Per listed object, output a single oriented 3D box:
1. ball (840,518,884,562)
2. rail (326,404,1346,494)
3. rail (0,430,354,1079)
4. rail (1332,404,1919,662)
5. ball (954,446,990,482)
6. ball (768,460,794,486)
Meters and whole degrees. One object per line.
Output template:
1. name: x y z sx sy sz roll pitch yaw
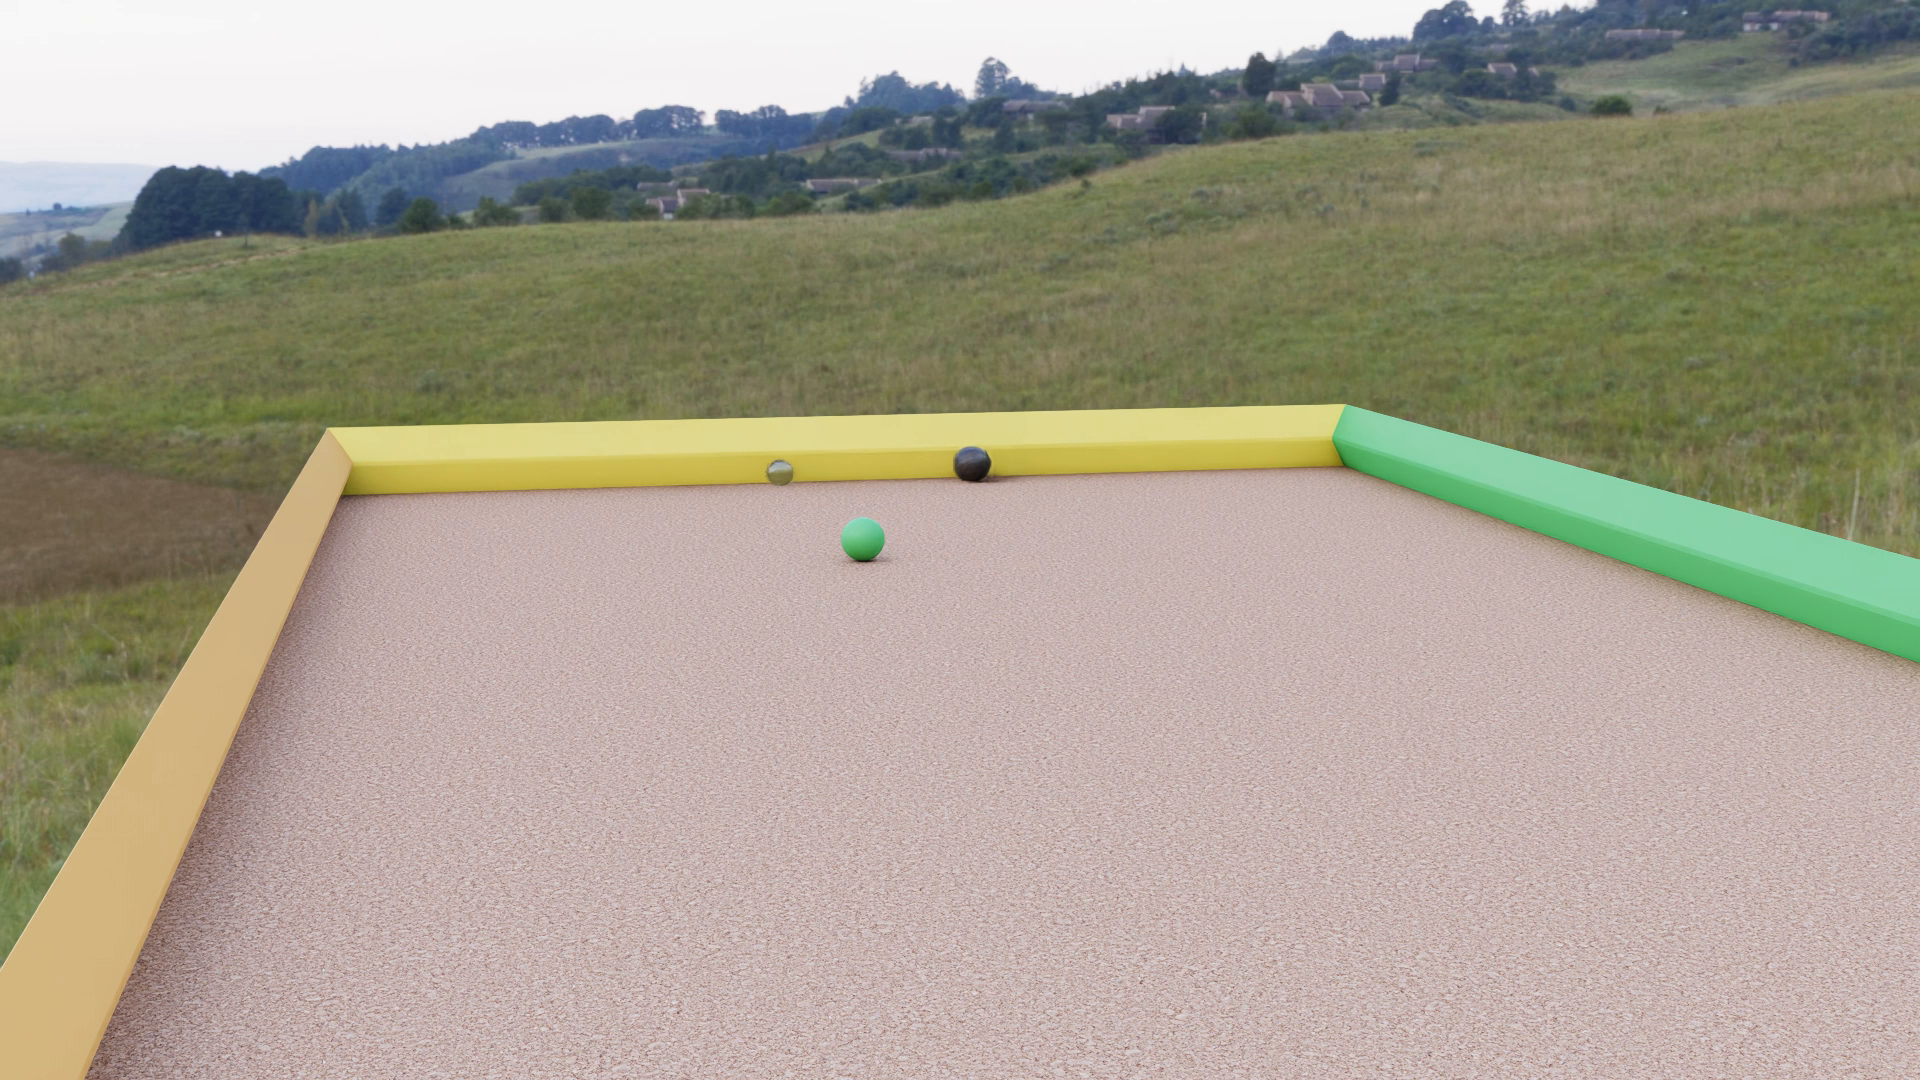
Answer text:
1. ball: -0.145 -0.001 3.293 0.066 0.066 0.066 0 10 0
2. rail: -0.181 -0.171 4.132 1.942 0.120 0.045 -2 10 -12
3. rail: -0.740 0.147 2.240 0.045 0.120 3.568 -2 10 -12
4. rail: 1.113 0.081 2.630 0.045 0.120 3.568 -2 10 -12
5. ball: 0.024 -0.143 4.132 0.068 0.068 0.068 0 10 0
6. ball: -0.333 -0.124 4.079 0.048 0.048 0.048 0 10 0
